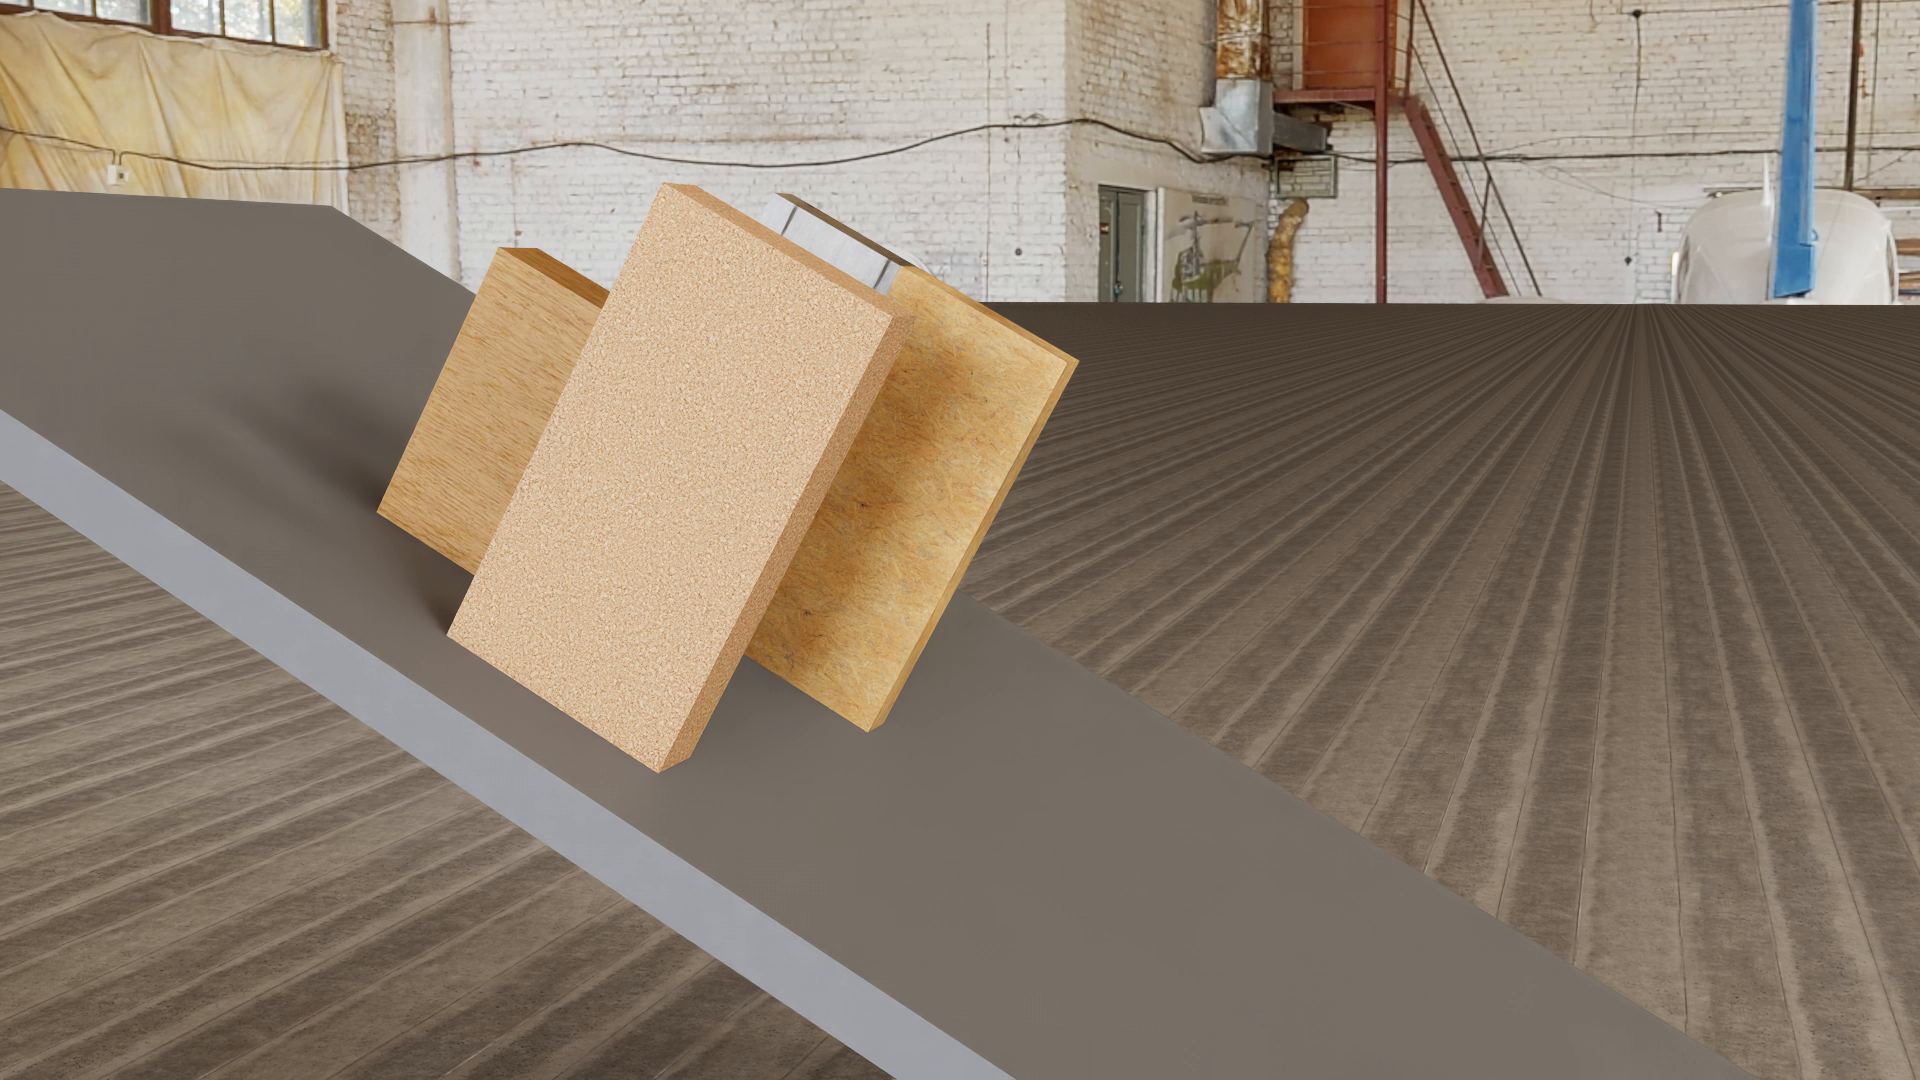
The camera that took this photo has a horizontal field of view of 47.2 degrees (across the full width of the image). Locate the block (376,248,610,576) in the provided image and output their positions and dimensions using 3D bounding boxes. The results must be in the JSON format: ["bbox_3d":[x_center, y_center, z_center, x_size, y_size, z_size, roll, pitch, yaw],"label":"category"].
[{"bbox_3d":[-0.718,-0.185,3.755,0.355,0.515,0.138,31,14,11],"label":"block"}]

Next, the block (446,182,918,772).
[{"bbox_3d":[-0.436,-0.093,3.383,0.411,0.799,0.120,31,14,11],"label":"block"}]

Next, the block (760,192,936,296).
[{"bbox_3d":[-0.376,-0.418,4.999,0.396,0.618,0.113,31,14,11],"label":"block"}]

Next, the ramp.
[{"bbox_3d":[-0.206,0.340,4.139,4.000,0.100,2.000,31,14,11],"label":"ramp"}]

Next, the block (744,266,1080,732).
[{"bbox_3d":[-0.122,-0.071,3.961,0.344,0.766,0.085,31,14,11],"label":"block"}]
